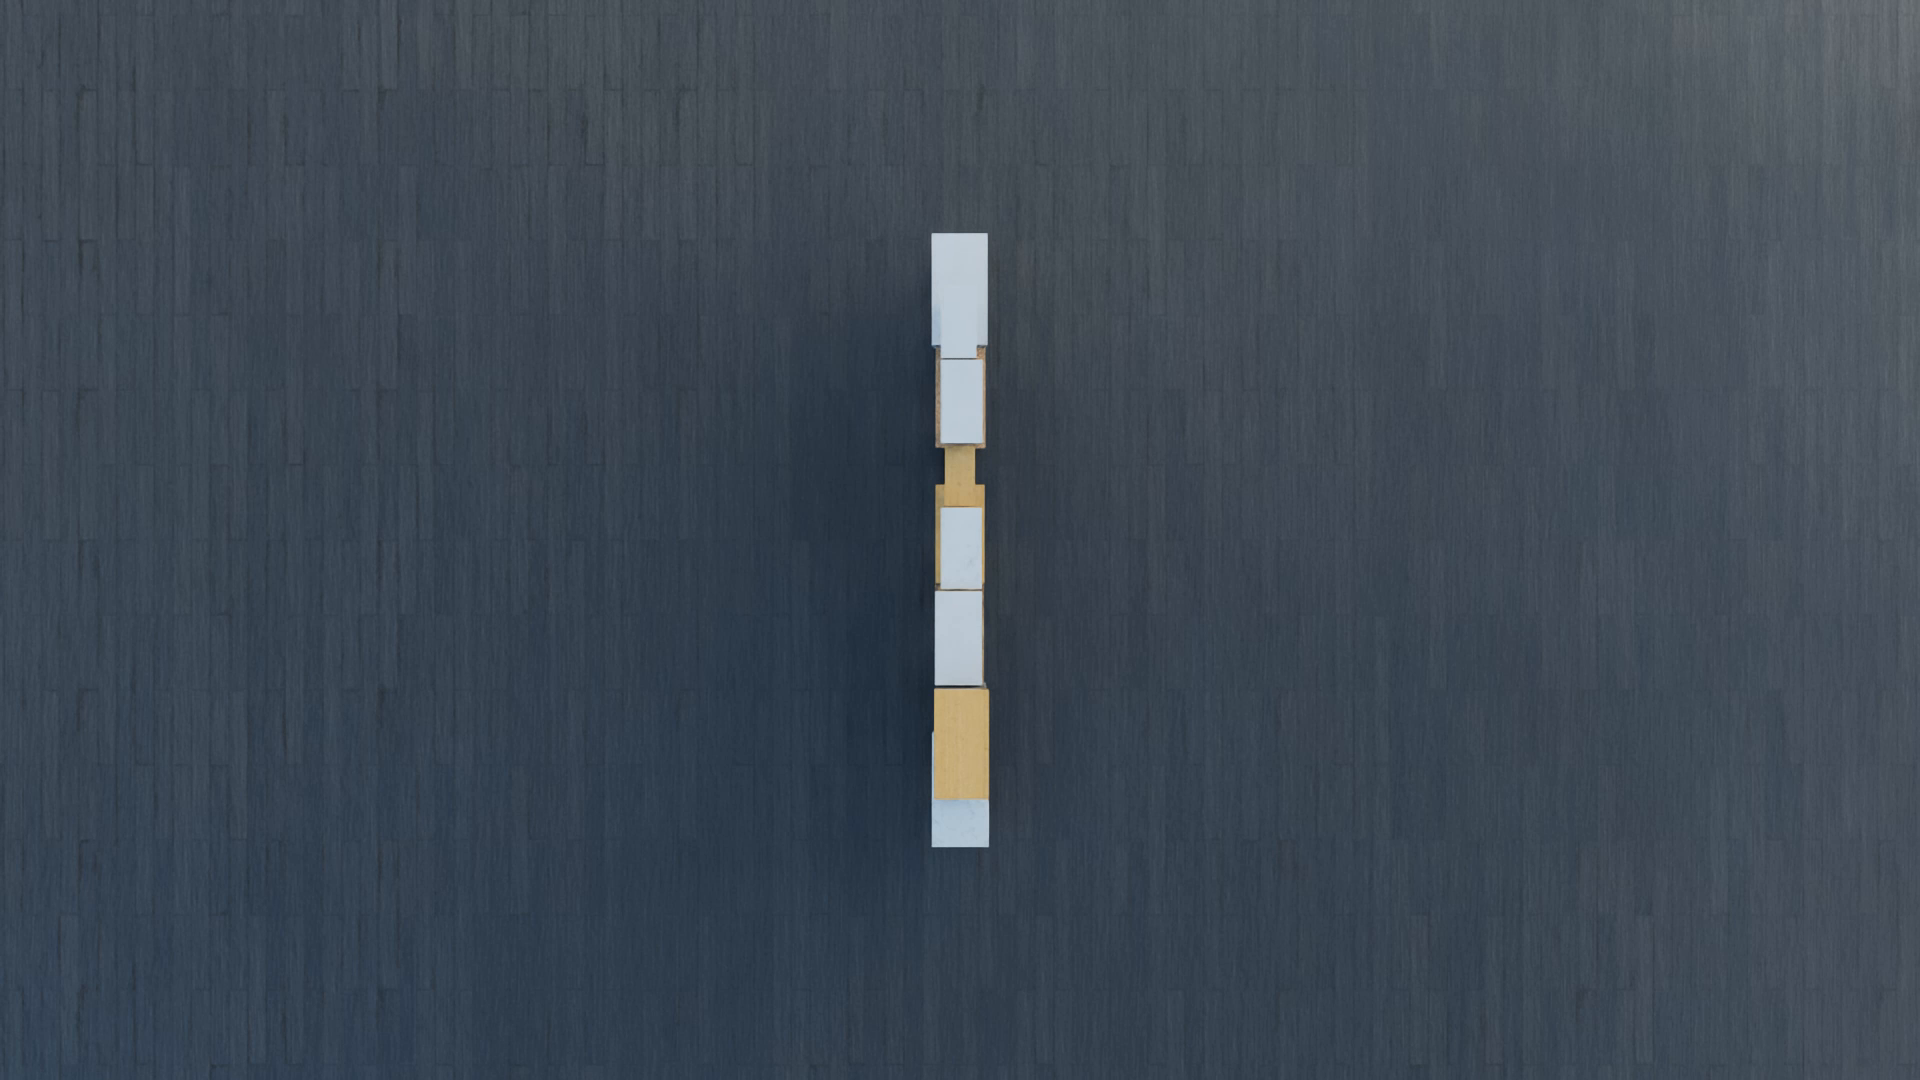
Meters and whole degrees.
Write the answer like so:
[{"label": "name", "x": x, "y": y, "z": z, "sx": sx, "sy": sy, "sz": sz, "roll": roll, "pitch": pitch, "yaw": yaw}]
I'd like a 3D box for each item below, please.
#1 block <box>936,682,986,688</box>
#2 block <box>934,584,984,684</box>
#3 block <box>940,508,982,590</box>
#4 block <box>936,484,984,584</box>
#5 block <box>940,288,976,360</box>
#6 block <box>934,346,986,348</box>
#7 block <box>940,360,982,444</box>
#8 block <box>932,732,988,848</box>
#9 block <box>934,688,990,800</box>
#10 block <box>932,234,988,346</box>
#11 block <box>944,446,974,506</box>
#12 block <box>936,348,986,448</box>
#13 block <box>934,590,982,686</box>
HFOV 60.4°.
[{"label": "block", "x": 0.005, "y": 0.483, "z": 5.061, "sx": 0.158, "sy": 0.556, "sz": 0.045, "roll": 0, "pitch": 90, "yaw": 0}, {"label": "block", "x": -0.002, "y": 0.293, "z": 5.171, "sx": 0.153, "sy": 0.043, "sz": 0.307, "roll": 0, "pitch": 90, "yaw": 0}, {"label": "block", "x": 0.004, "y": 0.025, "z": 4.890, "sx": 0.121, "sy": 0.034, "sz": 0.241, "roll": 0, "pitch": 90, "yaw": 0}, {"label": "block", "x": 0.000, "y": -0.019, "z": 5.170, "sx": 0.154, "sy": 0.044, "sz": 0.308, "roll": 0, "pitch": 90, "yaw": 0}, {"label": "block", "x": -0.004, "y": -0.641, "z": 4.883, "sx": 0.104, "sy": 0.030, "sz": 0.209, "roll": 0, "pitch": 90, "yaw": 0}, {"label": "block", "x": -0.001, "y": -0.662, "z": 5.328, "sx": 0.172, "sy": 0.345, "sz": 0.049, "roll": 0, "pitch": 90, "yaw": 0}, {"label": "block", "x": 0.005, "y": -0.409, "z": 4.881, "sx": 0.123, "sy": 0.035, "sz": 0.246, "roll": 0, "pitch": 90, "yaw": 0}, {"label": "block", "x": 0.001, "y": 0.773, "z": 5.123, "sx": 0.176, "sy": 0.050, "sz": 0.352, "roll": 0, "pitch": 90, "yaw": 0}, {"label": "block", "x": 0.005, "y": 0.588, "z": 4.761, "sx": 0.158, "sy": 0.045, "sz": 0.315, "roll": 0, "pitch": 90, "yaw": 0}, {"label": "block", "x": -0.001, "y": -0.777, "z": 5.131, "sx": 0.172, "sy": 0.049, "sz": 0.345, "roll": 0, "pitch": 90, "yaw": 0}, {"label": "block", "x": 0.000, "y": -0.191, "z": 4.956, "sx": 0.090, "sy": 0.025, "sz": 0.180, "roll": 0, "pitch": 90, "yaw": 0}, {"label": "block", "x": 0.001, "y": -0.444, "z": 5.167, "sx": 0.156, "sy": 0.044, "sz": 0.311, "roll": 0, "pitch": 90, "yaw": 0}, {"label": "block", "x": -0.005, "y": 0.288, "z": 4.855, "sx": 0.138, "sy": 0.039, "sz": 0.275, "roll": 0, "pitch": 90, "yaw": 0}]
